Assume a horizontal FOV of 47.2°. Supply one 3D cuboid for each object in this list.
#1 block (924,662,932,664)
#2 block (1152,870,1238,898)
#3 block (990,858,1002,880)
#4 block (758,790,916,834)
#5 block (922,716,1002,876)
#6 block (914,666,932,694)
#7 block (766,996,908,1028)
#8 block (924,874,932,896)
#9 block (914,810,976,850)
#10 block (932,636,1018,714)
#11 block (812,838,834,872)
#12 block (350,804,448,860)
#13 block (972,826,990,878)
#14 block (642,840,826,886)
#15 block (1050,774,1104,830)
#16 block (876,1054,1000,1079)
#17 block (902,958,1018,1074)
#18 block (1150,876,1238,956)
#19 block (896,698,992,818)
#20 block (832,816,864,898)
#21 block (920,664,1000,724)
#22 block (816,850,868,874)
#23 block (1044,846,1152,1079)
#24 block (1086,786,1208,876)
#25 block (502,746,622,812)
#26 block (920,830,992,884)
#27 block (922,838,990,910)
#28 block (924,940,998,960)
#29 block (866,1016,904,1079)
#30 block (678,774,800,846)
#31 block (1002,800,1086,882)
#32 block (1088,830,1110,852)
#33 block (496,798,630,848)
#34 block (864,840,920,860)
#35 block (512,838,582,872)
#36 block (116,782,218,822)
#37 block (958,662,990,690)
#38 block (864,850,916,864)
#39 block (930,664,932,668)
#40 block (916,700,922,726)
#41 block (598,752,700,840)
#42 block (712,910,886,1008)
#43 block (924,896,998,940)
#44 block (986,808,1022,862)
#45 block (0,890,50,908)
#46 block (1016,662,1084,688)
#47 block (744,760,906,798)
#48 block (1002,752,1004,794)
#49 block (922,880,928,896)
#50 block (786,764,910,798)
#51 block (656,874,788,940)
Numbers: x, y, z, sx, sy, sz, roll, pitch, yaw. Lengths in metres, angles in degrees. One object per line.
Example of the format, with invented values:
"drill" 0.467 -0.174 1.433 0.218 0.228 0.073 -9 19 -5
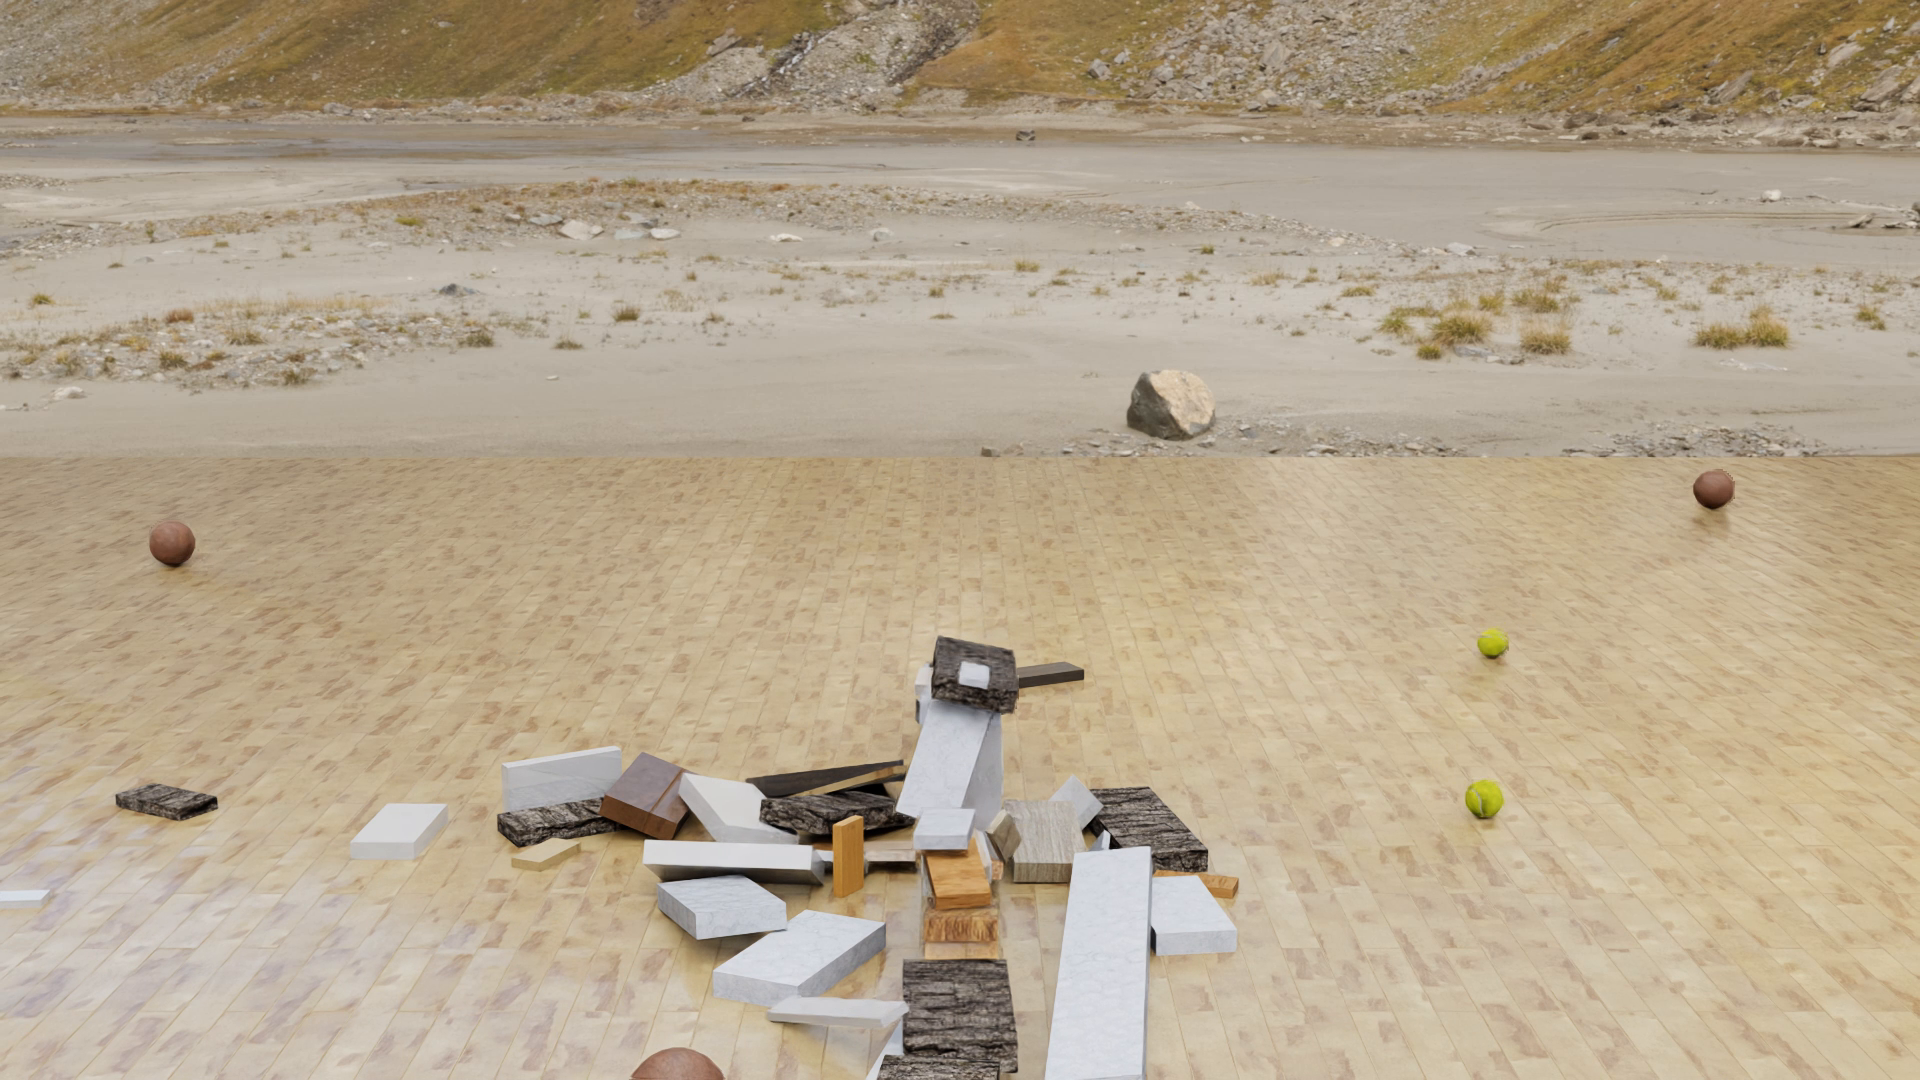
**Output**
"block" -0.021 0.305 4.751 0.088 0.025 0.844 0 1 -3
"block" 0.393 0.577 3.689 0.140 0.017 0.061 3 11 16
"block" 0.015 0.544 3.649 0.101 0.029 0.202 2 -7 -1
"block" -0.216 0.489 3.953 0.137 0.039 0.289 7 1 33
"block" 0.003 0.437 3.749 0.135 0.271 0.038 0 12 0
"block" -0.043 0.243 3.790 0.062 0.018 0.124 1 11 3
"block" -0.173 0.654 3.050 0.048 0.014 0.280 -27 9 -38
"block" -0.007 0.535 3.453 0.090 0.026 0.181 0 7 -4
"block" -0.023 0.445 3.385 0.081 0.023 0.162 -1 7 5
"block" 0.024 0.228 3.756 0.137 0.039 0.275 11 11 -2
"block" -0.234 0.549 3.843 0.061 0.017 0.122 2 11 11
"block" -1.004 0.522 3.947 0.112 0.032 0.224 0 11 2
"block" -0.008 0.480 3.415 0.081 0.023 0.162 -2 20 -9
"block" -0.375 0.538 3.665 0.279 0.040 0.139 1 -19 6
"block" 0.209 0.486 4.030 0.022 0.078 0.157 43 -1 -16
"block" -0.047 0.730 2.671 0.148 0.042 0.297 2 20 9
"block" -0.003 0.648 3.010 0.148 0.042 0.297 0 11 -2
"block" 0.348 0.599 3.522 0.127 0.036 0.255 -1 11 -8
"block" -0.027 0.369 3.657 0.101 0.203 0.029 18 -5 3
"block" -0.186 0.528 3.665 0.018 0.124 0.062 7 12 32
"block" 0.002 0.267 3.818 0.135 0.038 0.271 0 10 1
"block" -0.221 0.547 3.746 0.124 0.018 0.062 5 -23 7
"block" 0.216 0.624 3.264 0.127 0.036 0.846 -7 12 7
"block" 0.320 0.519 3.943 0.142 0.040 0.379 -2 11 -11
"block" -0.737 0.456 4.084 0.224 0.112 0.032 -7 12 -32
"block" -0.008 0.502 3.492 0.101 0.029 0.202 0 7 -4
"block" -0.006 0.499 3.297 0.081 0.023 0.162 -2 22 -8
"block" 0.002 0.610 3.260 0.104 0.030 0.209 0 -13 0
"block" -0.029 0.704 2.938 0.148 0.042 0.297 2 11 12
"block" -0.400 0.493 3.955 0.140 0.040 0.290 12 7 -24
"block" 0.147 0.523 3.833 0.127 0.036 0.255 1 17 -4
"block" 0.240 0.539 3.815 0.014 0.048 0.095 37 12 -1
"block" -0.716 0.512 4.004 0.224 0.032 0.112 -6 12 -30
"block" -0.128 0.546 3.863 0.114 0.016 0.057 -1 11 -4
"block" -0.722 0.549 3.841 0.061 0.017 0.122 5 12 25
"block" -1.490 0.492 4.131 0.175 0.025 0.088 6 12 30
"block" 0.023 0.224 3.643 0.048 0.014 0.095 11 12 -1
"block" -0.133 0.547 3.790 0.114 0.016 0.057 1 -13 0
"block" -0.013 0.219 3.924 0.057 0.016 0.114 3 11 12
"block" -0.006 0.352 4.487 0.156 0.044 0.312 0 -2 -3
"block" -0.562 0.473 4.062 0.140 0.040 0.279 22 12 1
"block" -0.239 0.633 3.326 0.142 0.040 0.283 5 12 24
"block" 0.002 0.557 3.238 0.104 0.030 0.209 0 0 1
"block" 0.073 0.485 3.602 0.014 0.095 0.048 24 64 32
"block" -1.554 0.592 3.620 0.096 0.014 0.048 -1 11 -4
"block" 0.190 0.312 5.095 0.175 0.025 0.088 -6 12 -28
"block" -0.257 0.455 4.180 0.274 0.039 0.137 -4 -6 -22
"block" 0.004 0.420 4.219 0.156 0.044 0.312 0 11 0
"block" -0.012 0.565 3.591 0.090 0.026 0.181 0 -7 2
"block" -0.220 0.453 4.031 0.314 0.014 0.048 -20 -13 38
"block" -0.381 0.580 3.491 0.142 0.040 0.283 -4 2 -20
